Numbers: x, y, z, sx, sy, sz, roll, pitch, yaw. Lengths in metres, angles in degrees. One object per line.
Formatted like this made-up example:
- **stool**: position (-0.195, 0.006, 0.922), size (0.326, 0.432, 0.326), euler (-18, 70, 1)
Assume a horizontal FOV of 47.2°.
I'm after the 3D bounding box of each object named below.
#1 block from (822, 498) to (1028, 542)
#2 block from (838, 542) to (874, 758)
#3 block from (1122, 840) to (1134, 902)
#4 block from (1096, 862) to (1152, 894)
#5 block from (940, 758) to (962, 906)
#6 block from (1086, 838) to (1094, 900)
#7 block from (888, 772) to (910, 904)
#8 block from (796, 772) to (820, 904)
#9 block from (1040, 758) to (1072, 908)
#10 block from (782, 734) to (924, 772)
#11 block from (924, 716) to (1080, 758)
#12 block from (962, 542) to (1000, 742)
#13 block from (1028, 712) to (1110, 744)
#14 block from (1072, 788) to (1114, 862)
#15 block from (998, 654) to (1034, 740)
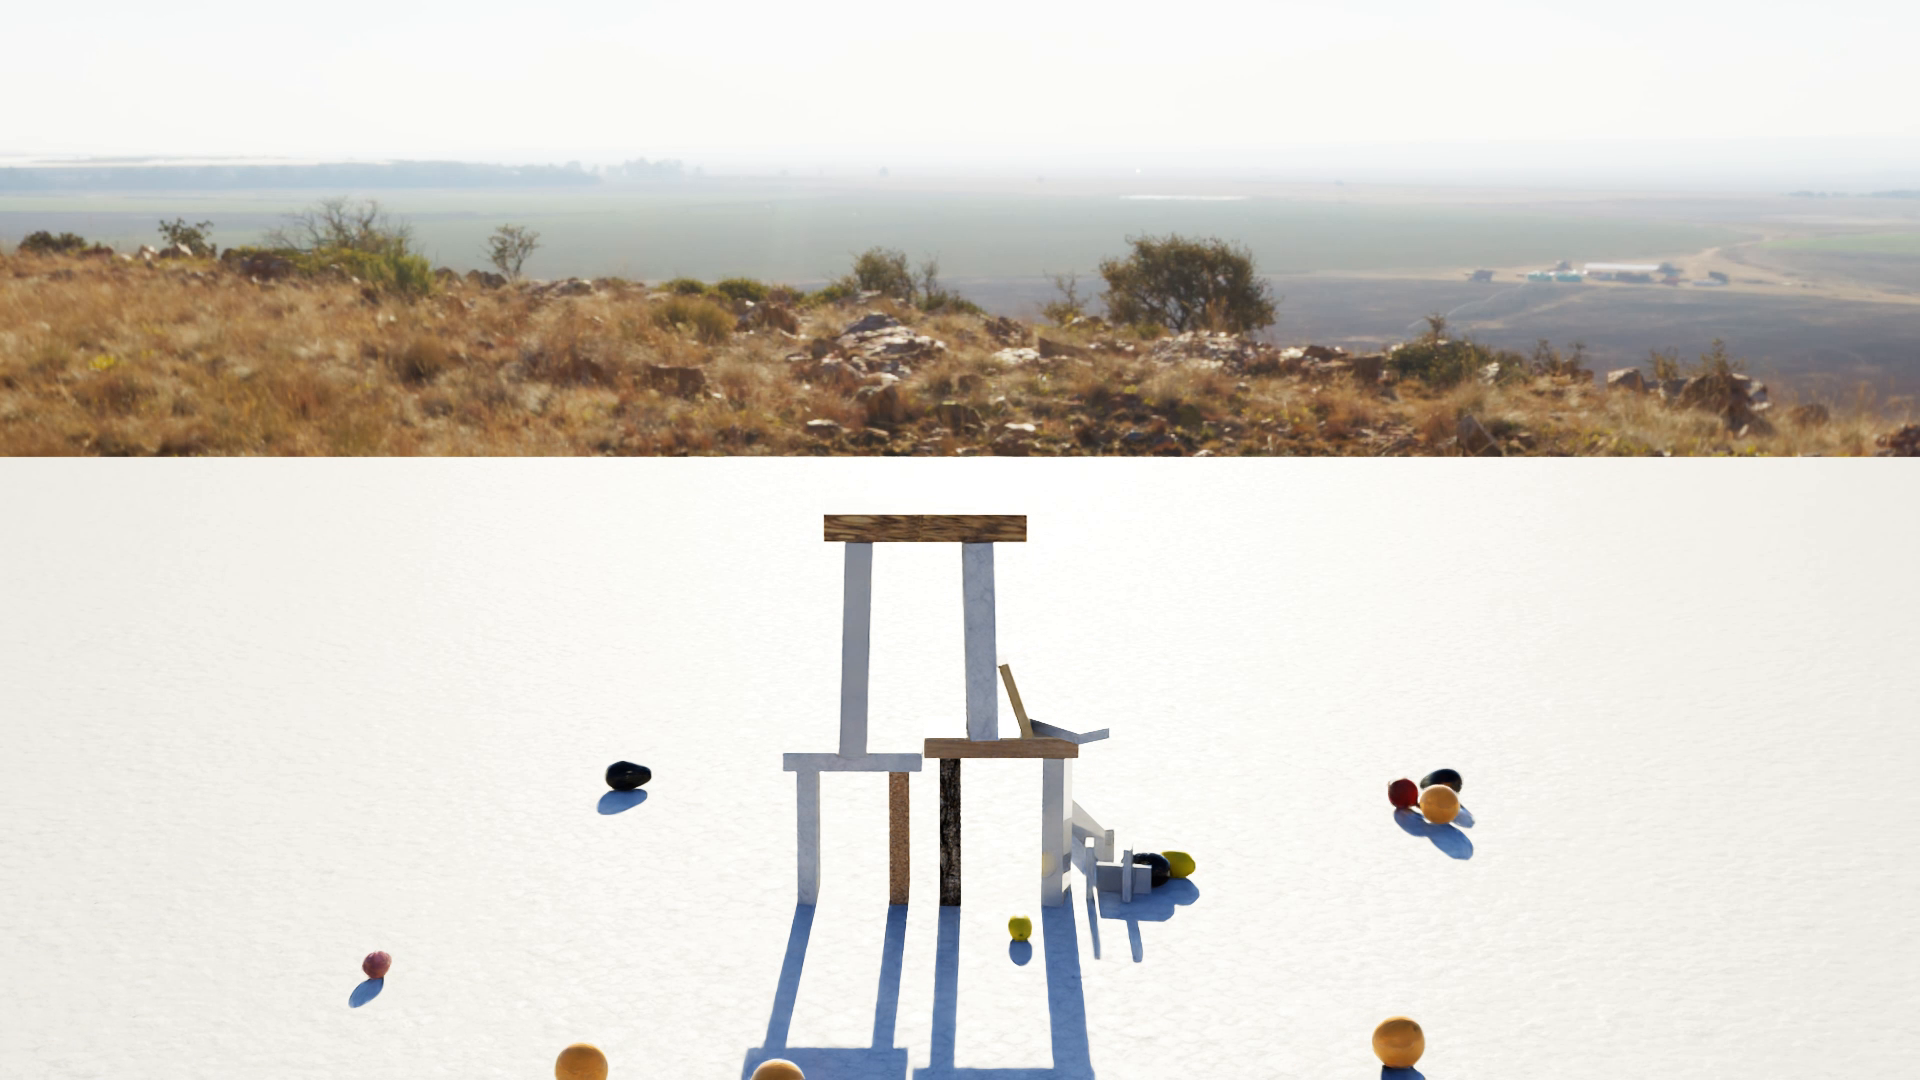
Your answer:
- **block**: position (-0.055, -0.033, 3.552), size (0.323, 0.046, 0.162), euler (0, 11, 0)
- **block**: position (-0.168, 0.163, 3.587), size (0.046, 0.351, 0.162), euler (2, 10, -2)
- **block**: position (0.278, 0.549, 3.641), size (0.013, 0.091, 0.045), euler (2, 11, 10)
- **block**: position (0.274, 0.565, 3.678), size (0.091, 0.045, 0.013), euler (2, 13, 10)
- **block**: position (-0.016, 0.466, 3.649), size (0.036, 0.251, 0.126), euler (0, 11, 0)
- **block**: position (0.216, 0.546, 3.656), size (0.013, 0.091, 0.045), euler (0, 11, 4)
- **block**: position (-0.100, 0.478, 3.650), size (0.032, 0.227, 0.113), euler (0, 11, 0)
- **block**: position (-0.251, 0.478, 3.650), size (0.032, 0.227, 0.113), euler (0, 11, 0)
- **block**: position (0.161, 0.467, 3.645), size (0.036, 0.251, 0.126), euler (2, 11, 9)
- **block**: position (-0.175, 0.351, 3.626), size (0.227, 0.032, 0.113), euler (0, 11, 0)
- **block**: position (0.068, 0.325, 3.622), size (0.251, 0.036, 0.126), euler (0, 11, 0)
- **block**: position (0.032, 0.149, 3.584), size (0.046, 0.323, 0.162), euler (-2, 11, -2)
- **block**: position (0.177, 0.305, 3.580), size (0.065, 0.018, 0.130), euler (-8, 13, -37)
- **block**: position (0.220, 0.504, 3.955), size (0.018, 0.065, 0.312), euler (-3, 11, -14)
- **block**: position (0.088, 0.253, 3.559), size (0.018, 0.130, 0.065), euler (-19, 11, 1)
